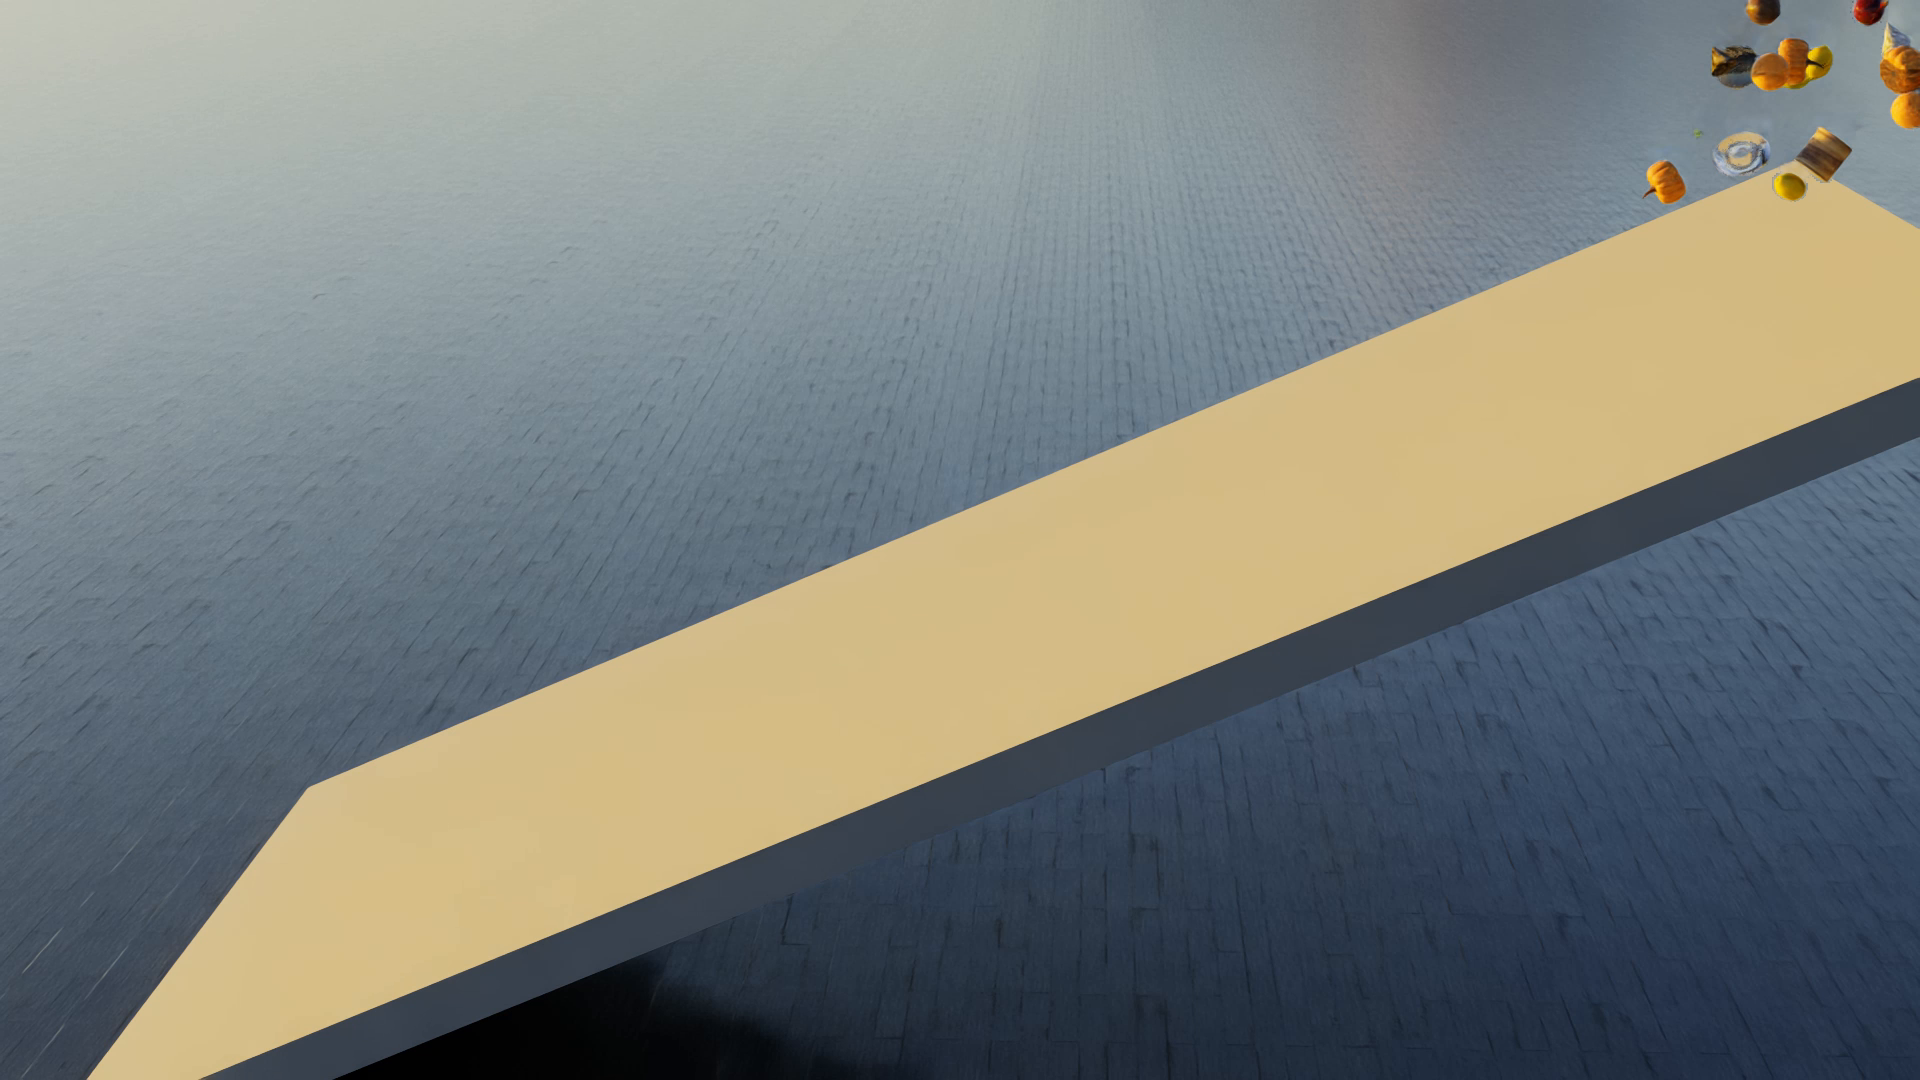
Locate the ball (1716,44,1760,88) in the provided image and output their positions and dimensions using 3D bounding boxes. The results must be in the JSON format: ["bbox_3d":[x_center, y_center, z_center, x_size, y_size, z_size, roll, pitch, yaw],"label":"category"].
[{"bbox_3d":[1.586,-0.966,6.002,0.090,0.090,0.090,0,15,0],"label":"ball"}]

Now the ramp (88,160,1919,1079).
[{"bbox_3d":[0.132,0.170,6.284,4.000,0.100,2.000,-23,13,8],"label":"ramp"}]

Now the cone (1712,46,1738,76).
[{"bbox_3d":[1.467,-0.935,5.693,0.053,0.053,0.053,-21,-19,-7],"label":"cone"}]

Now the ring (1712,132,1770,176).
[{"bbox_3d":[1.538,-0.760,5.789,0.113,0.038,0.113,-14,42,13],"label":"ring"}]

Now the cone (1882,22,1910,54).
[{"bbox_3d":[1.840,-1.000,5.808,0.057,0.057,0.057,-26,27,14],"label":"cone"}]

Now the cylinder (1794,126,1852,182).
[{"bbox_3d":[1.696,-0.757,5.776,0.079,0.079,0.079,35,13,-9],"label":"cylinder"}]

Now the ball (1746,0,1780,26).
[{"bbox_3d":[1.552,-1.027,5.681,0.064,0.064,0.064,0,15,0],"label":"ball"}]
